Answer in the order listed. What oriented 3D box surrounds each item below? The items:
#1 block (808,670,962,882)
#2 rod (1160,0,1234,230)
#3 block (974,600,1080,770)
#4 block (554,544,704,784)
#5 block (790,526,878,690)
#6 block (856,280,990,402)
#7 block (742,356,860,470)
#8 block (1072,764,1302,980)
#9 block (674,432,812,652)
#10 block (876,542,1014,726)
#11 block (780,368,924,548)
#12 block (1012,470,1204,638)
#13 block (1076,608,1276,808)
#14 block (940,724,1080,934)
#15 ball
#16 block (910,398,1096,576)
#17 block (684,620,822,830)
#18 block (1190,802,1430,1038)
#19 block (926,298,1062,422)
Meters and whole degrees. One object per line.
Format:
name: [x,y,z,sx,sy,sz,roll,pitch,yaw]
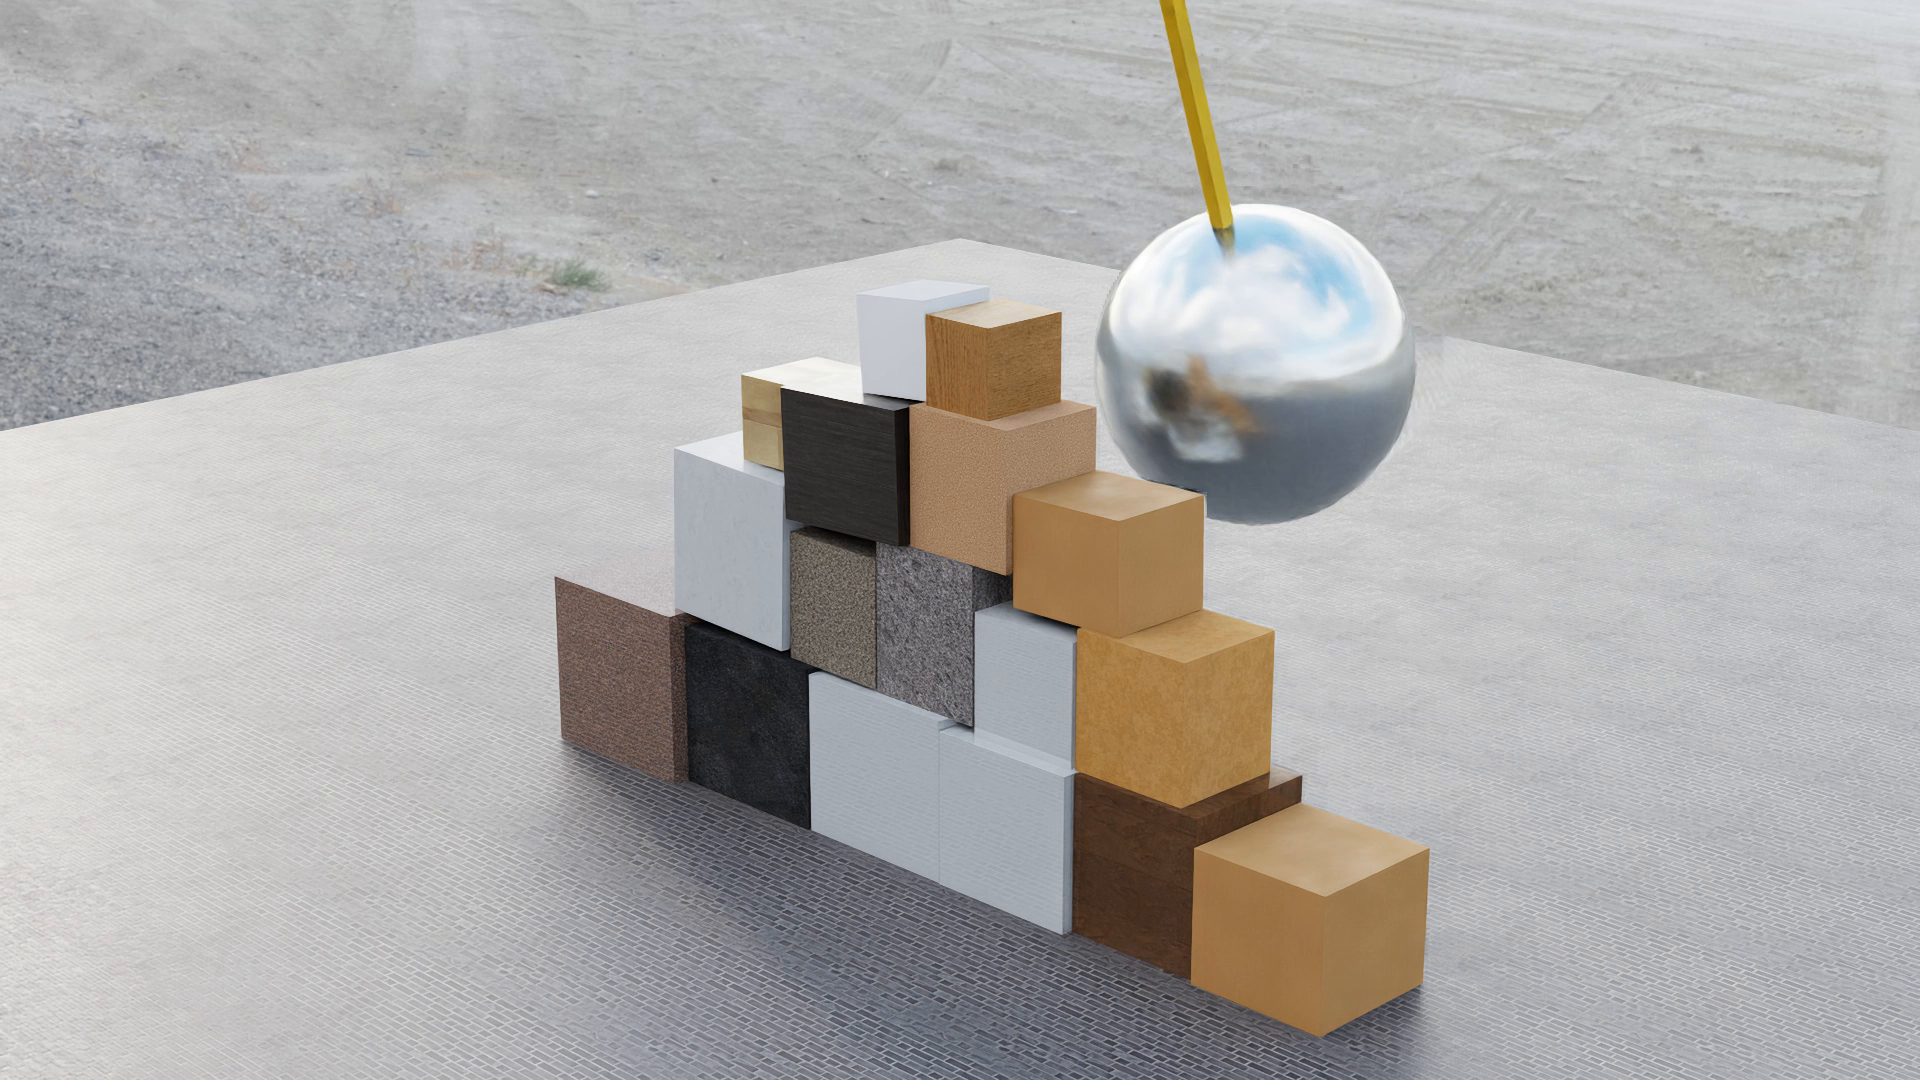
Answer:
block: [-0.136,1.017,13.796,0.750,0.786,0.865,-17,24,-42]
rod: [0.636,-3.666,12.856,0.080,5.200,0.080,17,44,42]
block: [0.491,0.592,13.011,0.617,0.585,0.586,-17,24,-42]
block: [-1.408,0.599,14.977,0.918,0.876,0.906,-17,24,-42]
block: [-0.368,0.256,13.794,0.636,0.626,0.577,-17,25,-42]
block: [-0.154,-0.905,13.234,0.420,0.454,0.435,-17,19,-42]
block: [-0.713,-0.592,13.903,0.414,0.418,0.483,16,23,43]
block: [0.985,1.367,12.761,0.697,0.741,0.695,-17,24,-42]
block: [-0.832,-0.042,14.228,0.784,0.820,0.786,-17,26,-42]
block: [0.054,0.346,13.376,0.612,0.747,0.612,17,24,42]
block: [-0.301,-0.409,13.513,0.703,0.626,0.756,-17,22,-42]
block: [0.642,0.050,12.703,0.548,0.514,0.619,-17,23,-42]
block: [0.921,0.691,12.595,0.588,0.647,0.604,-17,24,-42]
block: [0.461,1.209,13.260,0.804,0.742,0.766,-17,24,-42]
ball: [1.467,-0.871,14.605,1.600,1.600,1.600,0,17,0]
block: [0.190,-0.279,13.036,0.598,0.651,0.571,17,24,42]
block: [-0.754,0.817,14.395,0.792,0.809,0.878,-17,24,-42]
block: [1.465,1.577,12.289,0.699,0.622,0.689,-17,24,-42]
block: [0.149,-0.799,12.914,0.382,0.413,0.463,17,24,42]
